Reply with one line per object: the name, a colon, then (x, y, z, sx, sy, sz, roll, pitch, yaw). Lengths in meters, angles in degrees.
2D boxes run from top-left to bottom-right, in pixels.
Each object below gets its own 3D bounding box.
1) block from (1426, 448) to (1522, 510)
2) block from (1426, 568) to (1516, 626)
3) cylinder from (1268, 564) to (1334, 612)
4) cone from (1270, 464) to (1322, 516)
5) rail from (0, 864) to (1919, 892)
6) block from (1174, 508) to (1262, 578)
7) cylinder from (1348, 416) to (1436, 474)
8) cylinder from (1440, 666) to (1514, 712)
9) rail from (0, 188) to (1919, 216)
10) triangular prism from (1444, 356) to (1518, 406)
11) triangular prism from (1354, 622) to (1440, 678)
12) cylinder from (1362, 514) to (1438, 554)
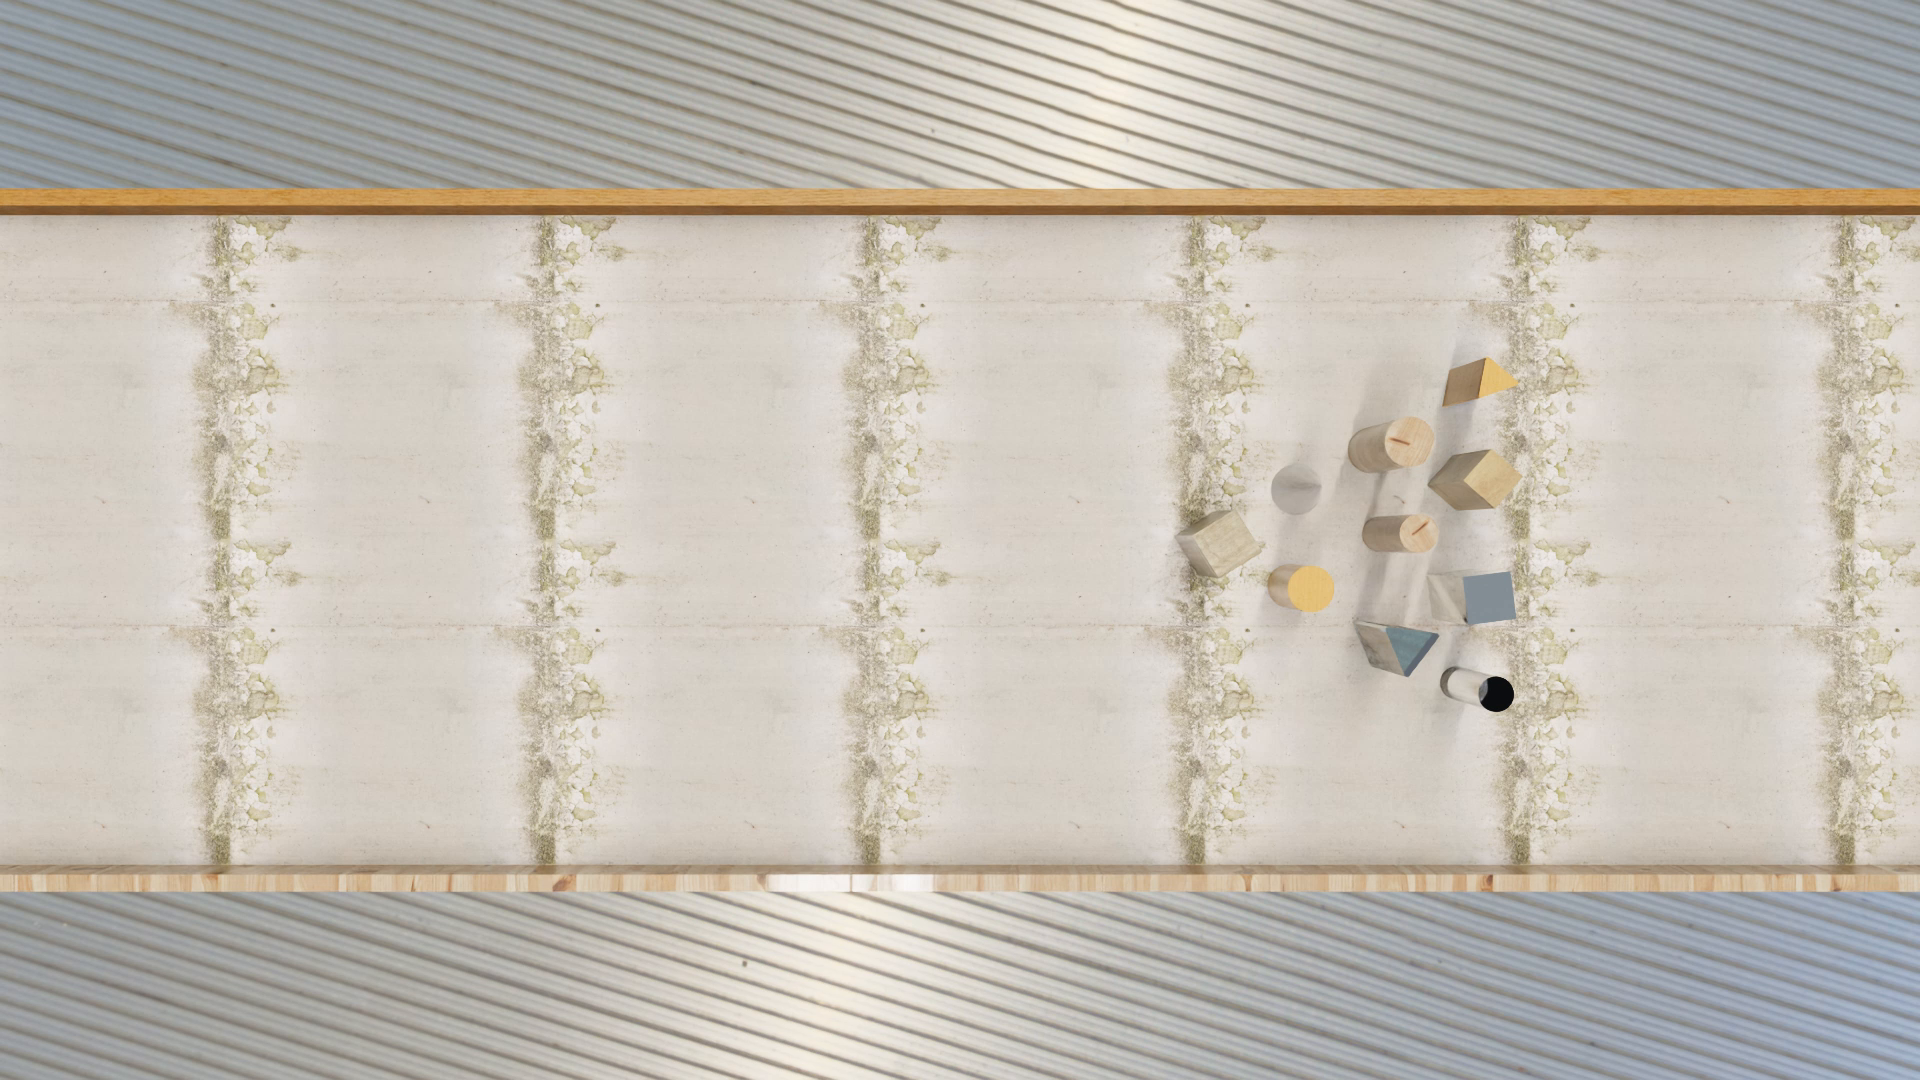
block: (1.522, -0.175, 4.891, 0.121, 0.370, 0.121, 41, 90, 0)
block: (1.514, 0.166, 4.895, 0.138, 0.363, 0.138, -7, 90, 0)
cylinder: (1.014, 0.141, 4.919, 0.135, 0.316, 0.135, 0, 90, 0)
cone: (1.035, -0.155, 4.894, 0.157, 0.364, 0.157, 0, 90, 0)
rail: (-2.247, 1.025, 5.001, 12.000, 0.150, 0.050, 0, 90, 0)
block: (0.757, 0.011, 4.871, 0.144, 0.410, 0.144, -32, 90, 0)
cylinder: (1.264, -0.276, 4.855, 0.142, 0.442, 0.142, 0, 90, 0)
cylinder: (1.528, 0.440, 4.889, 0.103, 0.375, 0.103, 0, 90, 0)
rail: (-2.247, -1.025, 5.002, 12.000, 0.150, 0.050, 0, 90, 0)
triangular prism: (1.526, -0.476, 4.899, 0.118, 0.356, 0.103, -19, 90, 0)
triangular prism: (1.263, 0.290, 4.880, 0.132, 0.393, 0.152, 37, 90, 0)
cylinder: (1.292, -0.018, 4.859, 0.110, 0.435, 0.110, 0, 90, 0)
